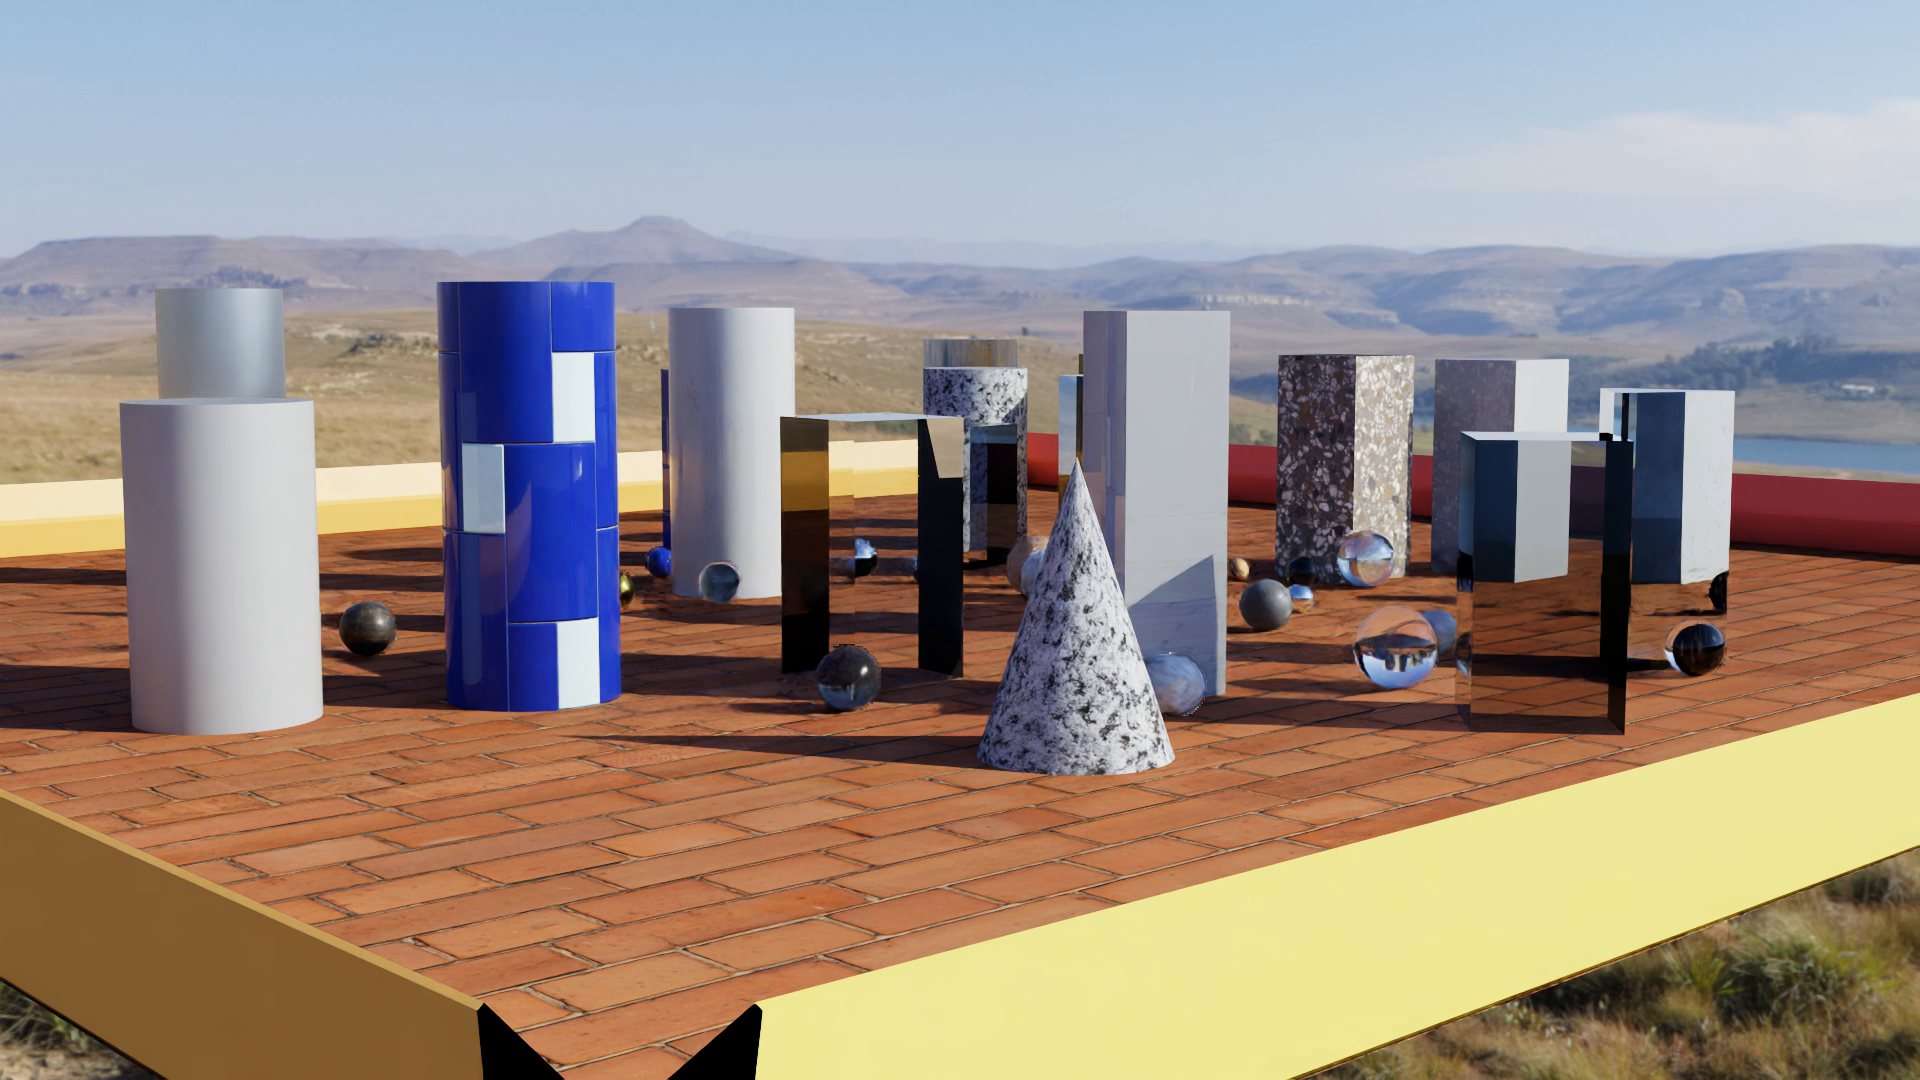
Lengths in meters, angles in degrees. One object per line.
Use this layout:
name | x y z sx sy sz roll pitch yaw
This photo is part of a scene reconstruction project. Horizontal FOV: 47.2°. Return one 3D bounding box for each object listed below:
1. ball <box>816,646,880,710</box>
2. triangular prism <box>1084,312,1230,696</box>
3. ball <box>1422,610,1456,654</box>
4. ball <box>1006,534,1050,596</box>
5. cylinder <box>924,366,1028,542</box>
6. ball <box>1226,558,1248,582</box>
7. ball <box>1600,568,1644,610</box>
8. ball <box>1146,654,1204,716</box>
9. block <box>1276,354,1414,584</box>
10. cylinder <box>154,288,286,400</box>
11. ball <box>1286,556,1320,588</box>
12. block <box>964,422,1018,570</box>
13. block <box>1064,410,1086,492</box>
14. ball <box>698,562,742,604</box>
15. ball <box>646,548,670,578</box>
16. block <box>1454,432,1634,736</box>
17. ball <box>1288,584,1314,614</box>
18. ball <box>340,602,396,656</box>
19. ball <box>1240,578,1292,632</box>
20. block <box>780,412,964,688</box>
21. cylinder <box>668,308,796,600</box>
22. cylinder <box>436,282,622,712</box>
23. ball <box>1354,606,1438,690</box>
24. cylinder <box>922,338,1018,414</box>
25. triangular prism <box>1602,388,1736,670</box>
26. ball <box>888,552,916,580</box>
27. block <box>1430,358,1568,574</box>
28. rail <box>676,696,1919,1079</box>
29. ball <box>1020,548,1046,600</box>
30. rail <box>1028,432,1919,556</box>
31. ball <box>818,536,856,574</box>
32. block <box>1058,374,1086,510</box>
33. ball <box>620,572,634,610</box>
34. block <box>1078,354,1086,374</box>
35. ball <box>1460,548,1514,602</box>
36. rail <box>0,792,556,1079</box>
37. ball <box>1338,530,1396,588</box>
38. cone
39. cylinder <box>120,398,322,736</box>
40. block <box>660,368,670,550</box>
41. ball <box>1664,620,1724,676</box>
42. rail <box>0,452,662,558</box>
ball | -0.125 0.155 2.458 0.072 0.072 0.072 0 6 0
triangular prism | 0.196 -0.042 2.550 0.173 0.444 0.150 -5 8 -40
ball | 0.618 0.119 2.860 0.059 0.059 0.059 0 6 0
ball | 0.121 0.042 3.411 0.100 0.100 0.100 0 6 0
cylinder | 0.029 -0.161 4.215 0.199 0.336 0.199 0 6 0
ball | 0.456 0.049 3.625 0.040 0.040 0.040 0 6 0
ball | 0.987 0.073 3.280 0.065 0.065 0.065 0 6 0
ball | 0.235 0.161 2.421 0.068 0.068 0.068 0 6 0
block | 0.646 -0.124 3.693 0.160 0.371 0.160 -6 8 -43
cylinder | -1.213 -0.172 3.624 0.199 0.480 0.199 0 6 0
ball | 0.551 0.053 3.529 0.053 0.053 0.053 0 6 0
block | -0.008 -0.081 3.885 0.160 0.246 0.160 4 7 32
block | 0.288 -0.084 3.776 0.160 0.274 0.160 -3 7 -30
ball | -0.367 0.065 3.354 0.065 0.065 0.065 0 6 0
ball | -0.498 0.039 3.675 0.050 0.050 0.050 0 6 0
block | 0.630 0.042 2.387 0.160 0.310 0.160 1 6 7
ball | 0.501 0.087 3.249 0.043 0.043 0.043 0 6 0
ball | -0.767 0.115 2.846 0.071 0.071 0.071 0 6 0
ball | 0.427 0.091 3.067 0.073 0.073 0.073 0 6 0
block | -0.108 0.009 2.678 0.160 0.317 0.160 -4 7 -37
cylinder | -0.360 -0.142 3.486 0.199 0.449 0.199 0 6 0
cylinder | -0.493 -0.056 2.524 0.199 0.477 0.199 0 6 0
ball | 0.515 0.127 2.598 0.098 0.098 0.098 0 6 0
cylinder | 0.021 -0.228 4.621 0.199 0.386 0.199 0 6 0
triangular prism | 0.860 -0.018 2.802 0.173 0.345 0.150 -2 6 -19
ball | -0.095 0.042 3.656 0.047 0.047 0.047 0 6 0
block | 0.922 -0.127 3.761 0.160 0.363 0.160 -6 8 -43
rail | 1.108 0.158 2.138 3.494 0.130 0.045 -5 8 -42
ball | 0.136 0.058 3.284 0.093 0.093 0.093 0 6 0
rail | 1.266 -0.087 4.494 0.045 0.130 3.315 -5 8 -42
ball | -0.210 0.024 3.746 0.065 0.065 0.065 0 6 0
block | 0.250 -0.056 3.118 0.160 0.354 0.160 4 7 36
ball | -0.515 0.076 3.278 0.059 0.059 0.059 0 6 0
block | 0.334 -0.172 4.193 0.160 0.363 0.160 -3 7 -26
ball | 0.811 0.053 3.383 0.082 0.082 0.082 0 6 0
rail | -1.266 0.155 2.169 0.045 0.130 3.315 -5 8 -42
ball | 0.656 0.030 3.551 0.093 0.093 0.093 0 6 0
cone | 0.116 0.067 2.198 0.199 0.301 0.199 0 6 0
cylinder | -0.803 0.022 2.397 0.199 0.348 0.199 0 6 0
block | -0.422 -0.133 3.919 0.160 0.342 0.160 -4 7 -36
ball | 0.899 0.132 2.689 0.070 0.070 0.070 0 6 0
rail | -1.108 -0.091 4.526 3.494 0.130 0.045 -5 8 -42
